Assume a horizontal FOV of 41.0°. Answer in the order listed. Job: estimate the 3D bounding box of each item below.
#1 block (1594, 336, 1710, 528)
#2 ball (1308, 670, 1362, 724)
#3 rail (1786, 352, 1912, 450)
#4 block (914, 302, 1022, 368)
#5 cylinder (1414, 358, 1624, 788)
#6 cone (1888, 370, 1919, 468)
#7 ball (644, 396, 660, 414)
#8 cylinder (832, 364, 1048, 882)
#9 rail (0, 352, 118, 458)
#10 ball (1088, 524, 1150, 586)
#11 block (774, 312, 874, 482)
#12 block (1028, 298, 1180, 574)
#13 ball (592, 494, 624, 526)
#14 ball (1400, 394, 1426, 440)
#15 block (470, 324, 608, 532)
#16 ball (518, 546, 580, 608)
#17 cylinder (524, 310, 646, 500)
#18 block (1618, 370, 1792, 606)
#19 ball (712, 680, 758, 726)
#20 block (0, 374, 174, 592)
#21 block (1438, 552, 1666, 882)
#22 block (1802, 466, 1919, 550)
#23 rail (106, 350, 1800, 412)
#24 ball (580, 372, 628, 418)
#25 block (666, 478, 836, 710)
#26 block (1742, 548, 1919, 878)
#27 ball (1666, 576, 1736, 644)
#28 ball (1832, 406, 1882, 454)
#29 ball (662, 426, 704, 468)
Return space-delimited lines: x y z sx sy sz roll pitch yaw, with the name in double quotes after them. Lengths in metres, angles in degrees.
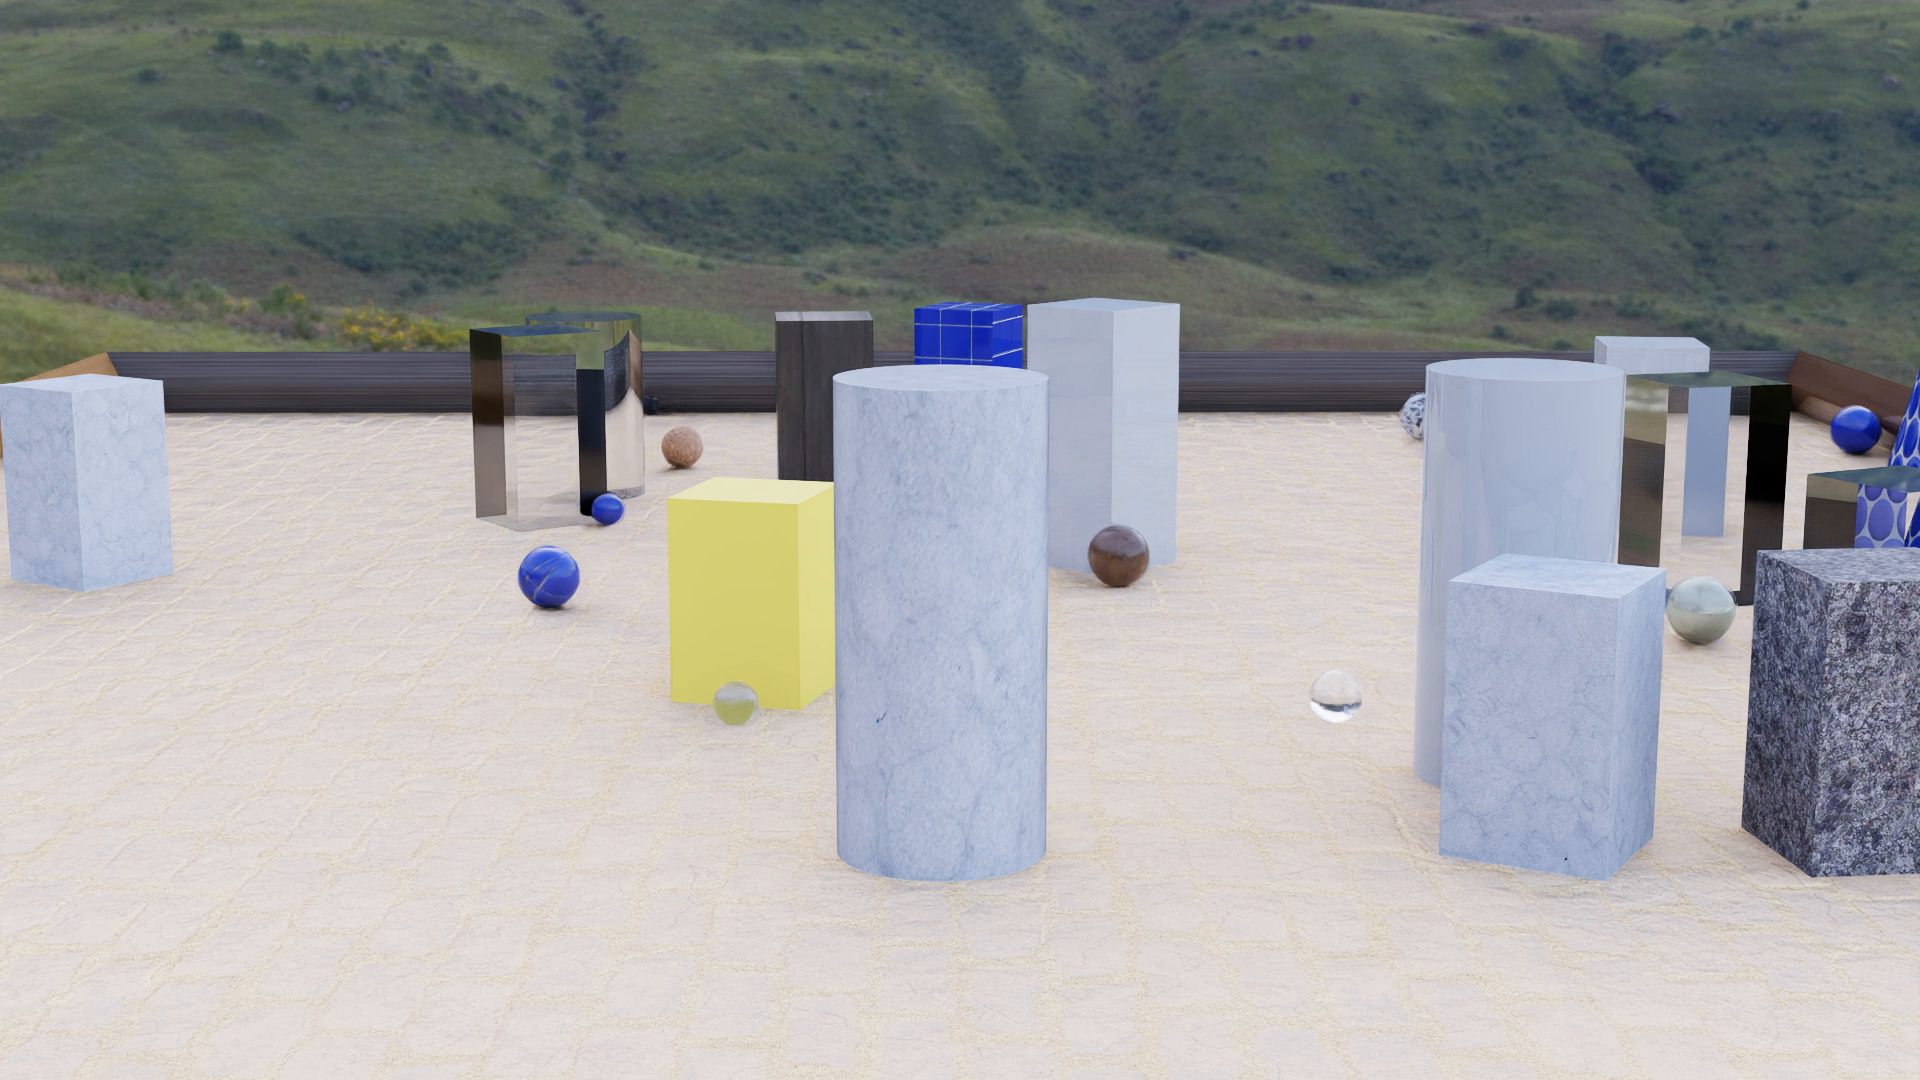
1.107 -0.175 4.133 0.158 0.289 0.158 1 11 7 "block"
0.420 0.175 2.873 0.060 0.060 0.060 0 10 0 "ball"
1.770 0.031 3.459 0.045 0.128 4.052 0 10 0 "rail"
0.017 -0.306 4.877 0.158 0.276 0.158 4 11 21 "block"
0.571 0.035 2.634 0.197 0.423 0.197 0 10 0 "cylinder"
1.433 -0.167 3.766 0.197 0.407 0.197 0 10 0 "cone"
-0.654 -0.284 5.403 0.042 0.042 0.042 0 10 0 "ball"
-0.017 0.071 2.373 0.197 0.446 0.197 0 10 0 "cylinder"
-1.770 0.035 3.439 0.045 0.128 4.052 0 10 0 "rail"
0.224 0.022 3.626 0.088 0.088 0.088 0 10 0 "ball"
-0.227 -0.217 4.290 0.158 0.315 0.158 -1 11 -5 "block"
0.210 -0.155 3.772 0.158 0.382 0.158 9 14 40 "block"
-0.565 -0.049 4.107 0.051 0.051 0.051 0 10 0 "ball"
0.910 -0.242 5.043 0.090 0.090 0.090 0 10 0 "ball"
-0.678 -0.184 4.131 0.158 0.309 0.158 -7 13 -35 "block"
-0.558 0.050 3.483 0.084 0.084 0.084 0 10 0 "ball"
-0.641 -0.231 4.393 0.197 0.305 0.197 0 10 0 "cylinder"
1.023 -0.071 3.538 0.158 0.302 0.158 -3 11 -16 "block"
-0.250 0.182 2.863 0.051 0.051 0.051 0 10 0 "ball"
-1.249 -0.085 3.672 0.158 0.281 0.158 7 12 32 "block"
0.555 0.161 2.399 0.158 0.261 0.158 6 12 30 "block"
1.131 0.044 3.093 0.158 0.239 0.158 -5 12 -26 "block"
-0.012 -0.332 5.417 3.587 0.128 0.045 0 10 0 "rail"
-0.741 -0.303 5.347 0.098 0.098 0.098 0 10 0 "ball"
-0.238 0.060 3.006 0.158 0.239 0.158 3 11 15 "block"
0.843 0.157 2.390 0.158 0.273 0.158 -1 11 -6 "block"
0.944 0.089 3.268 0.085 0.085 0.085 0 10 0 "ball"
1.697 -0.208 4.858 0.090 0.090 0.090 0 10 0 "ball"
-0.507 -0.169 4.689 0.076 0.076 0.076 0 10 0 "ball"
